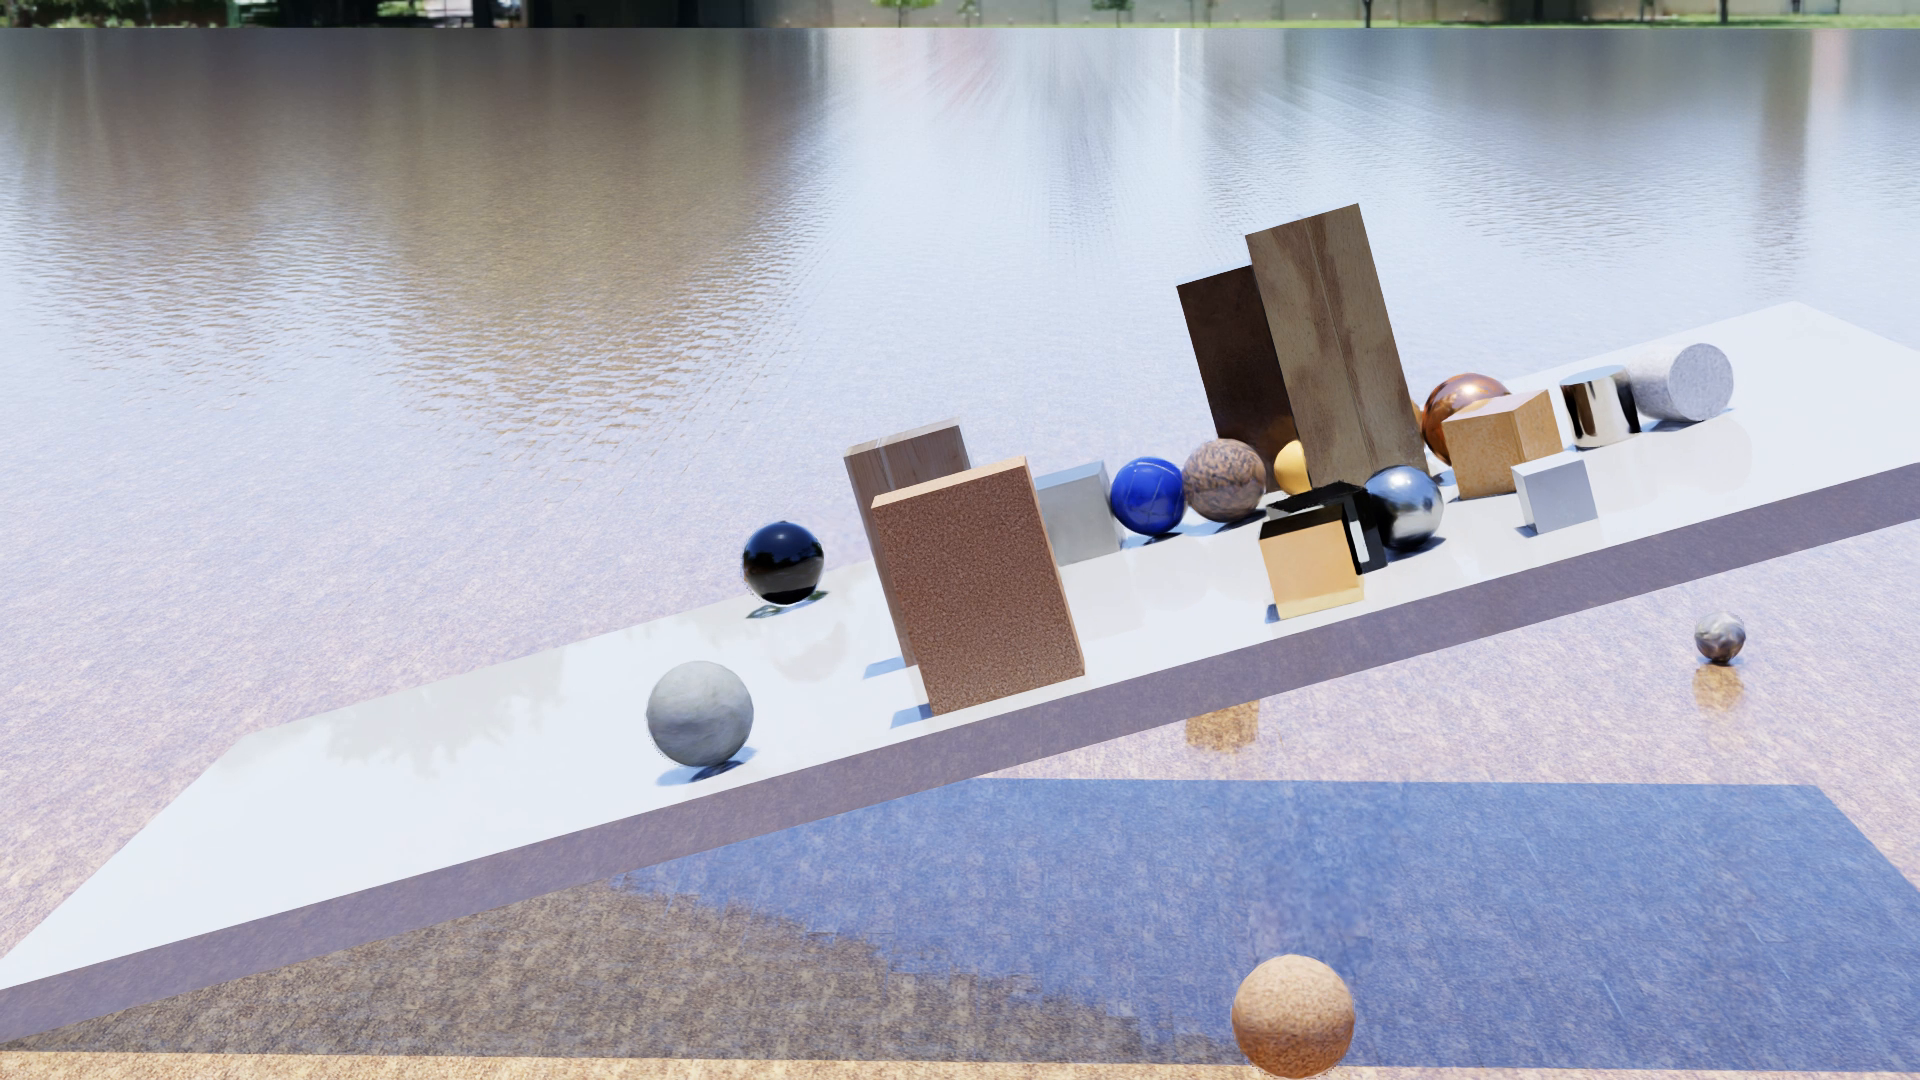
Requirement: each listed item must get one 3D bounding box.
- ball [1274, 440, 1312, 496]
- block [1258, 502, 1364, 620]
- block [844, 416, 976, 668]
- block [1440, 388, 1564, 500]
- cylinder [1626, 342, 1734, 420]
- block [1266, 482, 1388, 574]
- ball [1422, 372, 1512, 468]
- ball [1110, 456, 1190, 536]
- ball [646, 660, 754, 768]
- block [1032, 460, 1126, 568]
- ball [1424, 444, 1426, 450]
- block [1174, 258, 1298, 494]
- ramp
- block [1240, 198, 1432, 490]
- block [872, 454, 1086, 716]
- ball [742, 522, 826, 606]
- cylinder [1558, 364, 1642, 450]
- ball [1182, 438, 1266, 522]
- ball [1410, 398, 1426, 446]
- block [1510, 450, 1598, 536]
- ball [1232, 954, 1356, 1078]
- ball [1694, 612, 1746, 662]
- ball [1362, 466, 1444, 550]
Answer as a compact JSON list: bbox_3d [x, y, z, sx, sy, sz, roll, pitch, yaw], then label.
[{"bbox_3d":[0.755,-0.156,6.458,0.131,0.131,0.131,0,11,0],"label":"ball"},{"bbox_3d":[0.654,0.039,5.458,0.156,0.156,0.156,-14,10,12],"label":"block"},{"bbox_3d":[-0.054,0.002,5.970,0.241,0.448,0.132,-16,10,5],"label":"block"},{"bbox_3d":[1.109,-0.195,5.991,0.165,0.165,0.165,-9,12,39],"label":"block"},{"bbox_3d":[1.496,-0.330,6.122,0.160,0.160,0.160,-4,5,-20],"label":"cylinder"},{"bbox_3d":[0.703,-0.008,5.642,0.156,0.156,0.156,-18,10,-9],"label":"block"},{"bbox_3d":[1.080,-0.249,6.216,0.208,0.208,0.208,0,11,0],"label":"ball"},{"bbox_3d":[0.424,-0.098,6.543,0.178,0.178,0.178,0,11,0],"label":"ball"},{"bbox_3d":[-0.493,0.330,5.582,0.203,0.203,0.203,0,11,0],"label":"ball"},{"bbox_3d":[0.254,-0.056,6.586,0.180,0.180,0.180,-15,10,9],"label":"block"},{"bbox_3d":[0.986,-0.237,6.560,0.123,0.123,0.123,0,11,0],"label":"ball"},{"bbox_3d":[0.752,-0.394,6.673,0.408,0.512,0.142,-16,10,5],"label":"block"},{"bbox_3d":[0.089,0.188,6.322,4.000,0.100,2.000,-16,10,5],"label":"ramp"},{"bbox_3d":[0.789,-0.372,6.138,0.241,0.628,0.122,-16,10,5],"label":"block"},{"bbox_3d":[0.036,0.084,5.477,0.293,0.409,0.129,-16,10,5],"label":"block"},{"bbox_3d":[-0.422,0.055,7.021,0.200,0.200,0.200,0,11,0],"label":"ball"},{"bbox_3d":[1.338,-0.278,6.147,0.141,0.141,0.141,-16,10,3],"label":"cylinder"},{"bbox_3d":[0.578,-0.131,6.445,0.187,0.187,0.187,0,11,0],"label":"ball"},{"bbox_3d":[0.910,-0.233,6.404,0.209,0.209,0.209,0,11,0],"label":"ball"},{"bbox_3d":[1.117,-0.090,5.530,0.116,0.116,0.116,-16,10,2],"label":"block"},{"bbox_3d":[0.566,0.809,4.993,0.208,0.208,0.208,0,11,0],"label":"ball"},{"bbox_3d":[2.248,0.286,8.700,0.146,0.146,0.146,0,11,0],"label":"ball"},{"bbox_3d":[0.850,-0.062,5.677,0.164,0.164,0.164,0,11,0],"label":"ball"}]
